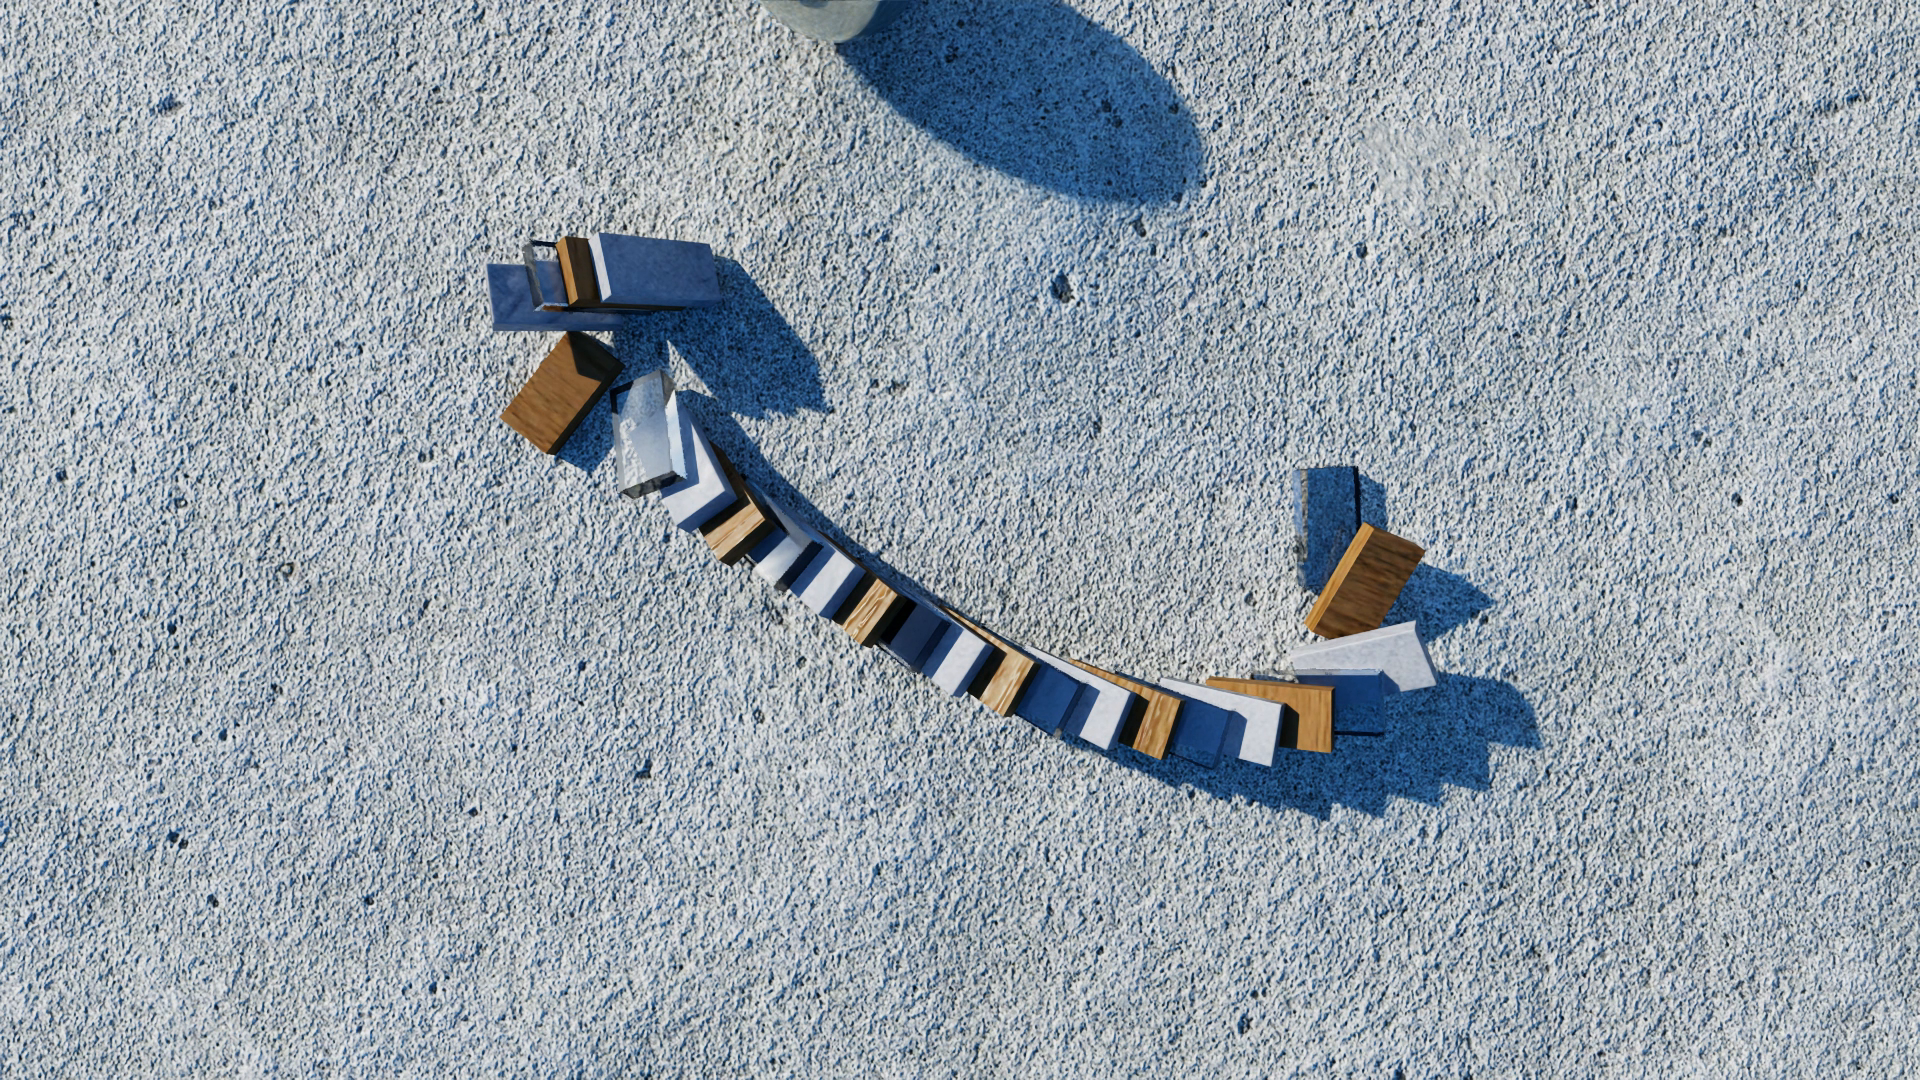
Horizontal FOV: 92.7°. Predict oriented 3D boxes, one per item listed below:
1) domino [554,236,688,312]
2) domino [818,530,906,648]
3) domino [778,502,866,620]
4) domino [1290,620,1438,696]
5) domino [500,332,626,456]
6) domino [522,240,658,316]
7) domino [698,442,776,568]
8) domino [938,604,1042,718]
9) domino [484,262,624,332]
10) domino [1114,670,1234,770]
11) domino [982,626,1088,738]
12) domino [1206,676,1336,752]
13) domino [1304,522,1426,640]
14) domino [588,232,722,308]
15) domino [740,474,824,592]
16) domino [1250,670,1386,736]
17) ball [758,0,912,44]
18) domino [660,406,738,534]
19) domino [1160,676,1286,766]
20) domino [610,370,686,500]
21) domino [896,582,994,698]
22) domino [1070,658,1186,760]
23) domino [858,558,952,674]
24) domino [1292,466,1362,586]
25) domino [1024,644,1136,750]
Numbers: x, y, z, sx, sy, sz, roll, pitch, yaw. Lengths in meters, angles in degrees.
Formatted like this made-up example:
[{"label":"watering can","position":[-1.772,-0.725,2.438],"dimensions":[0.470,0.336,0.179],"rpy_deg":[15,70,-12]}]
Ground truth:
[{"label":"domino","position":[-0.138,-0.109,0.379],"dimensions":[0.010,0.050,0.025],"rpy_deg":[-12,90,44]},{"label":"domino","position":[-0.049,0.020,0.384],"dimensions":[0.050,0.009,0.025],"rpy_deg":[37,90,28]},{"label":"domino","position":[-0.065,0.008,0.384],"dimensions":[0.050,0.010,0.025],"rpy_deg":[37,90,28]},{"label":"domino","position":[0.167,0.052,0.381],"dimensions":[0.050,0.010,0.025],"rpy_deg":[-20,98,34]},{"label":"domino","position":[-0.171,-0.064,0.395],"dimensions":[0.025,0.010,0.050],"rpy_deg":[38,90,0]},{"label":"domino","position":[-0.151,-0.107,0.379],"dimensions":[0.009,0.050,0.025],"rpy_deg":[-12,90,44]},{"label":"domino","position":[-0.100,-0.016,0.384],"dimensions":[0.025,0.009,0.050],"rpy_deg":[-41,63,2]},{"label":"domino","position":[0.006,0.050,0.384],"dimensions":[0.050,0.010,0.025],"rpy_deg":[30,90,28]},{"label":"domino","position":[-0.169,-0.101,0.383],"dimensions":[0.050,0.010,0.025],"rpy_deg":[-7,86,-29]},{"label":"domino","position":[0.086,0.075,0.384],"dimensions":[0.050,0.010,0.025],"rpy_deg":[17,90,30]},{"label":"domino","position":[0.025,0.059,0.384],"dimensions":[0.050,0.010,0.025],"rpy_deg":[28,90,29]},{"label":"domino","position":[0.129,0.072,0.383],"dimensions":[0.050,0.009,0.025],"rpy_deg":[1,93,31]},{"label":"domino","position":[0.170,0.020,0.386],"dimensions":[0.025,0.010,0.050],"rpy_deg":[21,108,-8]},{"label":"domino","position":[-0.125,-0.111,0.379],"dimensions":[0.009,0.050,0.025],"rpy_deg":[-12,90,44]},{"label":"domino","position":[-0.083,-0.004,0.384],"dimensions":[0.050,0.009,0.025],"rpy_deg":[40,91,28]},{"label":"domino","position":[0.149,0.067,0.382],"dimensions":[0.050,0.009,0.025],"rpy_deg":[-5,94,31]},{"label":"ball","position":[-0.051,-0.241,0.360],"dimensions":[0.080,0.080,0.080],"rpy_deg":[0,90,0]},{"label":"domino","position":[-0.115,-0.030,0.384],"dimensions":[0.025,0.009,0.050],"rpy_deg":[-35,64,5]},{"label":"domino","position":[0.108,0.075,0.383],"dimensions":[0.050,0.010,0.025],"rpy_deg":[10,91,30]},{"label":"domino","position":[-0.131,-0.044,0.383],"dimensions":[0.025,0.009,0.050],"rpy_deg":[-19,66,10]},{"label":"domino","position":[-0.013,0.041,0.384],"dimensions":[0.050,0.010,0.025],"rpy_deg":[33,90,28]},{"label":"domino","position":[0.066,0.070,0.384],"dimensions":[0.050,0.009,0.025],"rpy_deg":[18,90,29]},{"label":"domino","position":[-0.030,0.031,0.384],"dimensions":[0.050,0.010,0.025],"rpy_deg":[34,90,28]},{"label":"domino","position":[0.159,-0.006,0.395],"dimensions":[0.025,0.009,0.050],"rpy_deg":[-3,90,0]},{"label":"domino","position":[0.046,0.065,0.384],"dimensions":[0.050,0.009,0.025],"rpy_deg":[22,90,29]}]
